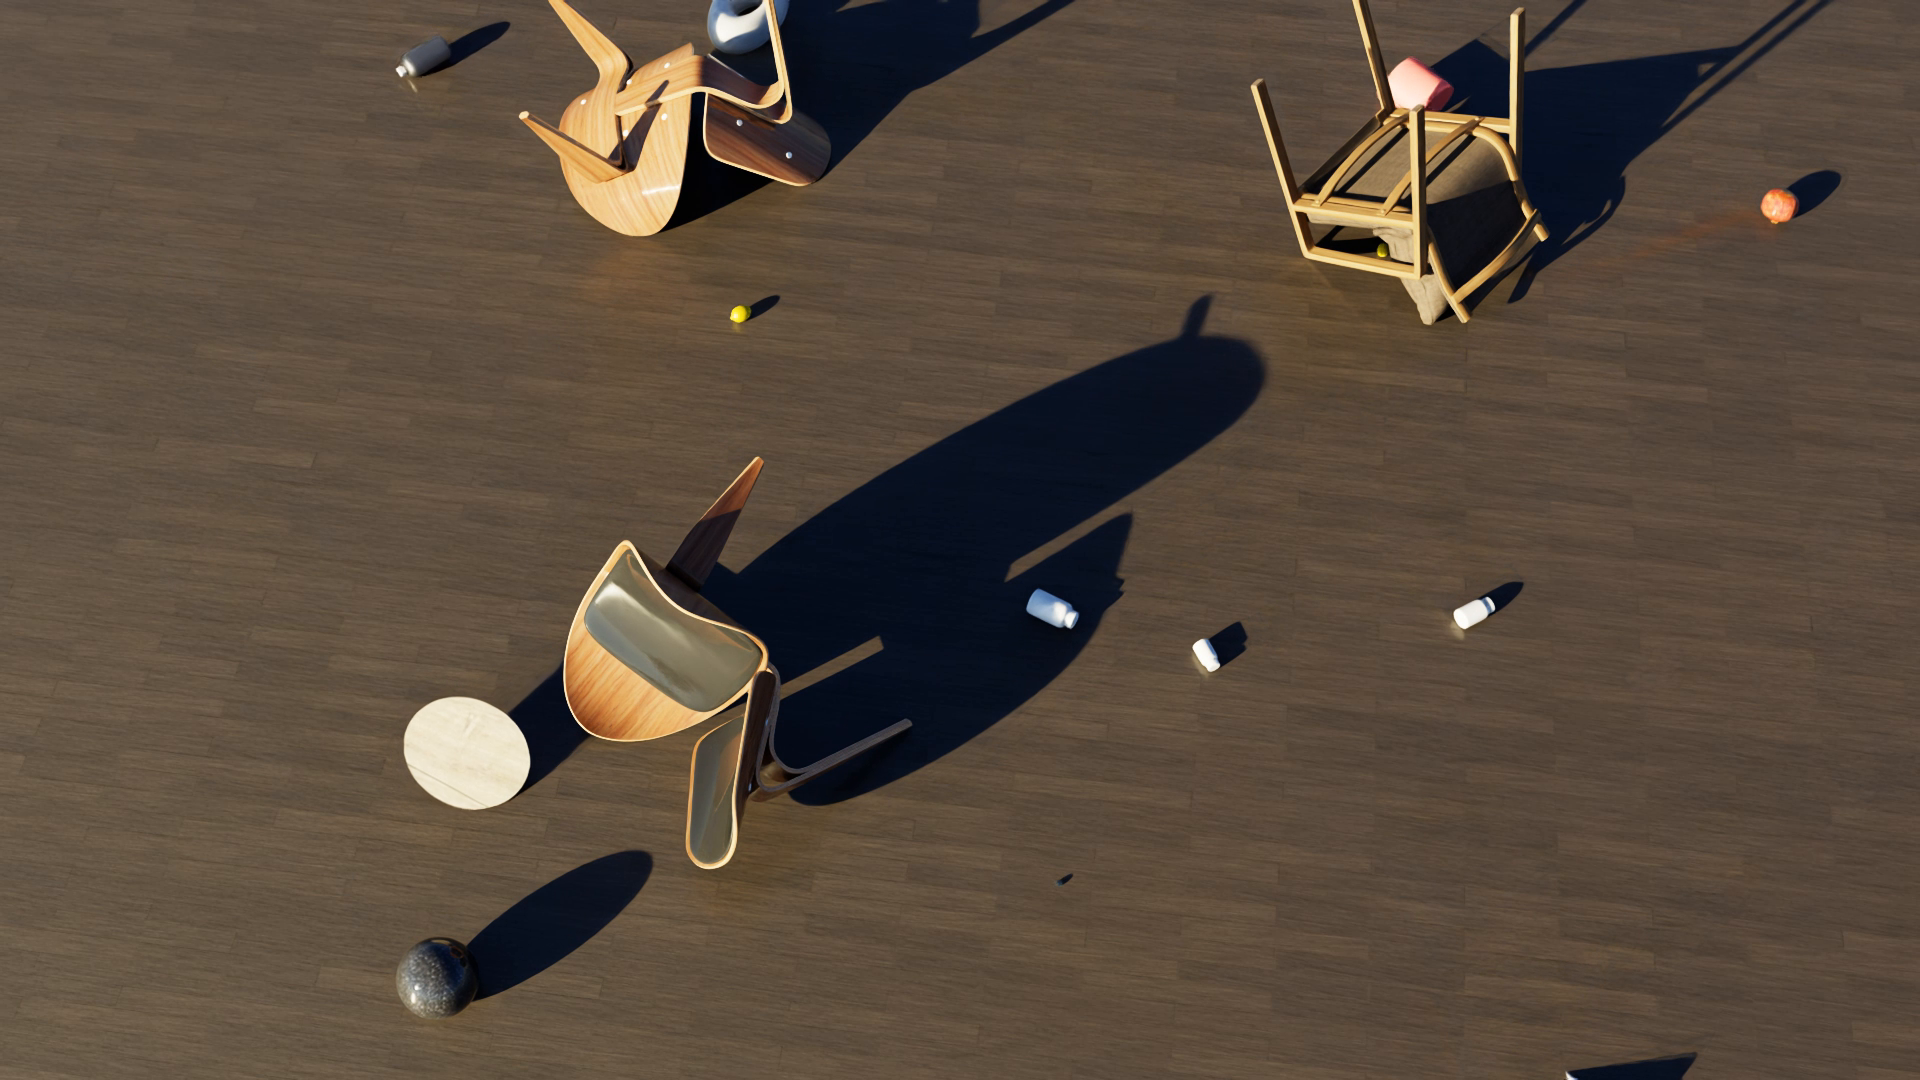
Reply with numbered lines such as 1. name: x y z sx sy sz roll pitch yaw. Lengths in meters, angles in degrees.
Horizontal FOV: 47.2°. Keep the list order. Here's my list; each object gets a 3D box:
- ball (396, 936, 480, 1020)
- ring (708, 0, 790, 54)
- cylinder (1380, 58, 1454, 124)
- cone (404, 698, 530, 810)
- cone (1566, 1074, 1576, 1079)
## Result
1. ball: -1.349 1.132 5.687 0.212 0.212 0.212 0 56 0
2. ring: -0.744 -1.863 7.739 0.244 0.144 0.386 25 61 14
3. cylinder: 1.565 -1.539 7.533 0.167 0.113 0.181 -46 65 0
4. cone: -1.368 0.586 6.123 0.353 0.121 0.297 30 88 -8
5. cone: 1.602 1.422 5.587 0.140 0.104 0.201 -3 32 -31
